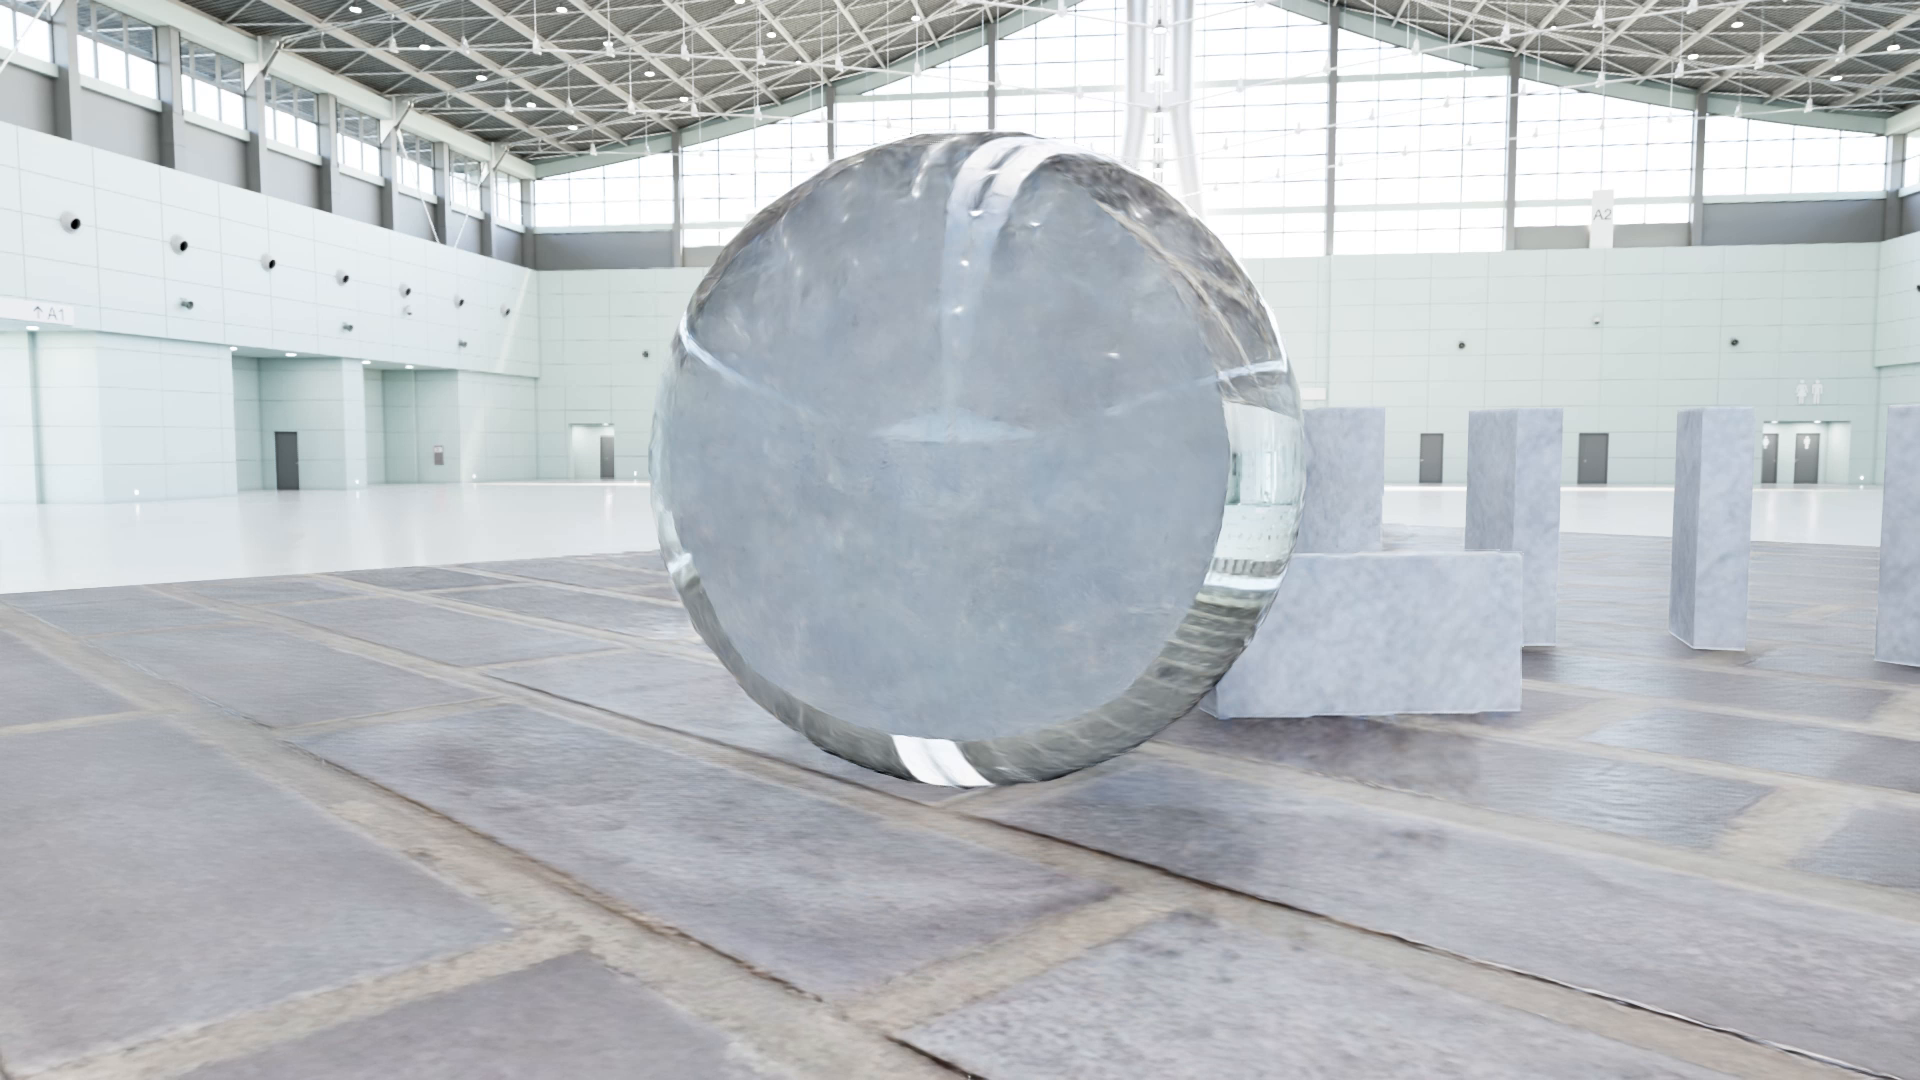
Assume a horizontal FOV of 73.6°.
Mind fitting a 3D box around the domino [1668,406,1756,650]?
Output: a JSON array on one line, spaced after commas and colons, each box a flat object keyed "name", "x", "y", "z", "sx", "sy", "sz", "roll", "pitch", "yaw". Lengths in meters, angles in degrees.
[{"name": "domino", "x": 0.161, "y": -0.003, "z": 0.276, "sx": 0.010, "sy": 0.050, "sz": 0.025, "roll": 1, "pitch": 5, "yaw": 18}]

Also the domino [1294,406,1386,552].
[{"name": "domino", "x": 0.080, "y": -0.003, "z": 0.277, "sx": 0.010, "sy": 0.050, "sz": 0.025, "roll": -1, "pitch": 4, "yaw": -12}]

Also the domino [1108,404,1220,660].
[{"name": "domino", "x": 0.042, "y": -0.002, "z": 0.263, "sx": 0.010, "sy": 0.050, "sz": 0.025, "roll": -2, "pitch": 5, "yaw": -26}]

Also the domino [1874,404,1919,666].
[{"name": "domino", "x": 0.193, "y": -0.001, "z": 0.252, "sx": 0.025, "sy": 0.050, "sz": 0.010, "roll": -2, "pitch": 5, "yaw": -27}]

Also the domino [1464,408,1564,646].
[{"name": "domino", "x": 0.121, "y": -0.004, "z": 0.281, "sx": 0.010, "sy": 0.050, "sz": 0.025, "roll": 0, "pitch": 4, "yaw": -1}]

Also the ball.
[{"name": "ball", "x": 0.002, "y": -0.010, "z": 0.161, "sx": 0.080, "sy": 0.080, "sz": 0.080, "roll": 0, "pitch": 4, "yaw": 0}]

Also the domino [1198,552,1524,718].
[{"name": "domino", "x": 0.064, "y": 0.015, "z": 0.205, "sx": 0.050, "sy": 0.025, "sz": 0.010, "roll": 0, "pitch": 2, "yaw": -8}]

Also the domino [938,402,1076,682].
[{"name": "domino", "x": 0.008, "y": 0.000, "z": 0.240, "sx": 0.025, "sy": 0.050, "sz": 0.009, "roll": 3, "pitch": 6, "yaw": 39}]
